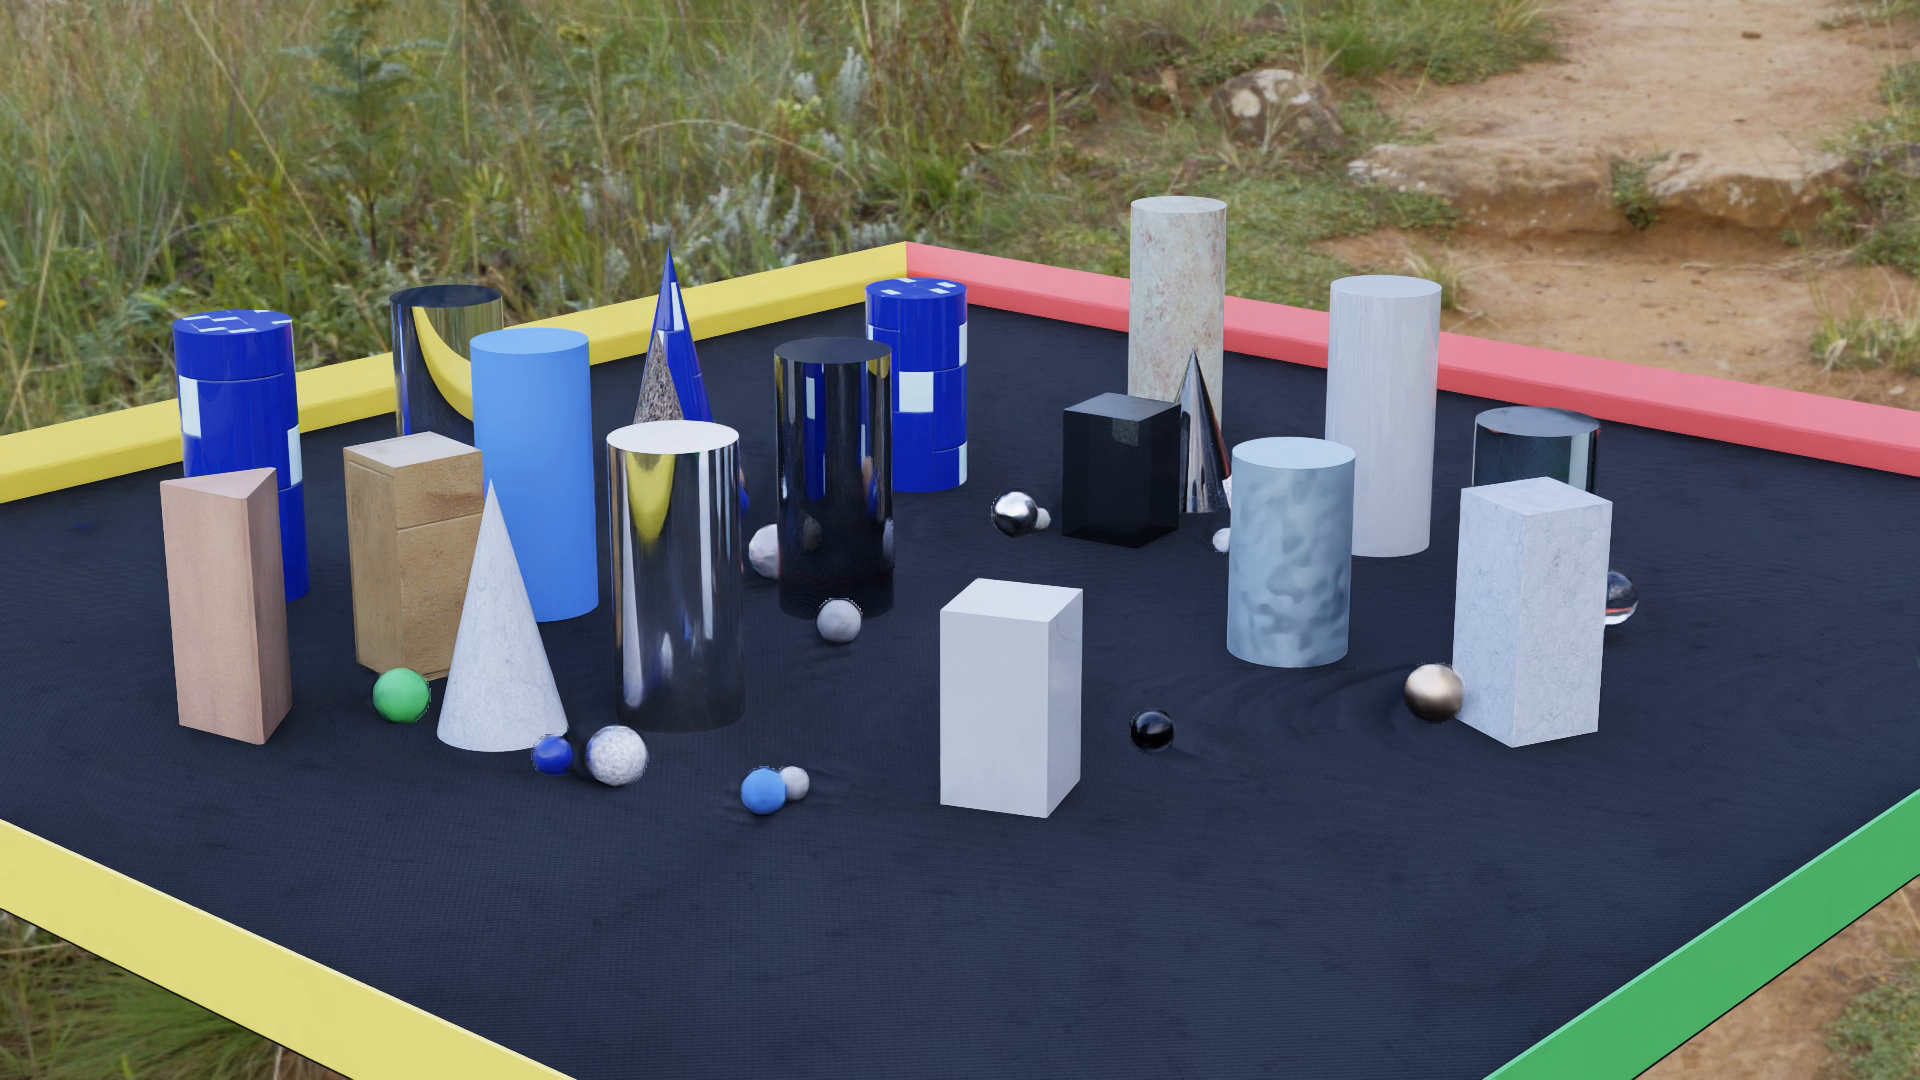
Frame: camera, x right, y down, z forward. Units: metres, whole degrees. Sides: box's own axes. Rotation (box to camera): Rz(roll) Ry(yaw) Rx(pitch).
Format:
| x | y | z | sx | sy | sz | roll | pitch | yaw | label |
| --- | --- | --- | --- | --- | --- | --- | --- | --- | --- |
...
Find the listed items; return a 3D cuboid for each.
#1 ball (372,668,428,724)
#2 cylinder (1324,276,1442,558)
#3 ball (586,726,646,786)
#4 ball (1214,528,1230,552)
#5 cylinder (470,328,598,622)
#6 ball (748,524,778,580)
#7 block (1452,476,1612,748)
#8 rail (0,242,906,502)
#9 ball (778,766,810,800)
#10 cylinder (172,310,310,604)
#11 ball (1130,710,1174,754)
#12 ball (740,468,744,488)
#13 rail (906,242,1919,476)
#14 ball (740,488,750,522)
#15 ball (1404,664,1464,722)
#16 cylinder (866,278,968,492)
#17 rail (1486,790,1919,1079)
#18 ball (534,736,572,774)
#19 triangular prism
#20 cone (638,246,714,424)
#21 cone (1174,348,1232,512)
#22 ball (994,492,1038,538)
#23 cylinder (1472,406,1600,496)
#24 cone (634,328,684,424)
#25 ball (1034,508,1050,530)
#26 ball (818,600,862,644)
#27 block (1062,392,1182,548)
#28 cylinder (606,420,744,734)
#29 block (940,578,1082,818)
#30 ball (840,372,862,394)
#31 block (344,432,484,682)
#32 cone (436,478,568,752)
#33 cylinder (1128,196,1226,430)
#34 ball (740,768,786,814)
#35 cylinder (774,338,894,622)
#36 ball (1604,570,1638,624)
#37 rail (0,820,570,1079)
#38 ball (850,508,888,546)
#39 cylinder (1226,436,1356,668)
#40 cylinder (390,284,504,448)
| x | y | z | sx | sy | sz | roll | pitch | yaw | label |
| --- | --- | --- | --- | --- | --- | --- | --- | --- | --- |
| -0.861 | 0.239 | 4.514 | 0.085 | 0.085 | 0.085 | 0 | 17 | 0 | ball |
| 0.771 | -0.229 | 5.378 | 0.200 | 0.483 | 0.200 | 0 | 17 | 0 | cylinder |
| -0.500 | 0.313 | 4.264 | 0.088 | 0.088 | 0.088 | 0 | 17 | 0 | ball |
| 0.488 | 0.001 | 5.375 | 0.046 | 0.046 | 0.046 | 0 | 17 | 0 | ball |
| -0.727 | -0.113 | 5.020 | 0.200 | 0.468 | 0.200 | 0 | 17 | 0 | cylinder |
| -0.326 | 0.020 | 5.215 | 0.100 | 0.100 | 0.100 | 0 | 17 | 0 | ball |
| 0.868 | 0.107 | 4.467 | 0.160 | 0.365 | 0.160 | -8 | 19 | -25 | block |
| -1.332 | -0.301 | 6.227 | 0.045 | 0.130 | 3.689 | 14 | 22 | 39 | rail |
| -0.240 | 0.350 | 4.209 | 0.049 | 0.049 | 0.049 | 0 | 17 | 0 | ball |
| -1.245 | -0.141 | 5.086 | 0.200 | 0.484 | 0.200 | 0 | 17 | 0 | cylinder |
| 0.288 | 0.288 | 4.388 | 0.065 | 0.065 | 0.065 | 0 | 17 | 0 | ball |
| -0.465 | -0.114 | 5.650 | 0.098 | 0.098 | 0.098 | 0 | 17 | 0 | ball |
| 1.194 | -0.364 | 6.436 | 3.576 | 0.130 | 0.045 | 14 | 22 | 39 | rail |
| -0.441 | -0.066 | 5.521 | 0.088 | 0.088 | 0.088 | 0 | 17 | 0 | ball |
| 0.728 | 0.234 | 4.506 | 0.090 | 0.090 | 0.090 | 0 | 17 | 0 | ball |
| -0.086 | -0.308 | 5.806 | 0.200 | 0.388 | 0.200 | 0 | 17 | 0 | cylinder |
| 1.332 | 0.366 | 4.012 | 0.045 | 0.130 | 3.689 | 14 | 22 | 39 | rail |
| -0.597 | 0.316 | 4.307 | 0.057 | 0.057 | 0.057 | 0 | 17 | 0 | ball |
| -1.089 | 0.092 | 4.479 | 0.173 | 0.386 | 0.150 | 10 | 20 | 30 | triangular prism |
| -0.581 | -0.374 | 5.919 | 0.200 | 0.451 | 0.200 | 0 | 17 | 0 | cone |
| 0.450 | -0.226 | 5.680 | 0.200 | 0.305 | 0.200 | 0 | 17 | 0 | cone |
| 0.104 | -0.048 | 5.468 | 0.085 | 0.085 | 0.085 | 0 | 17 | 0 | ball |
| 0.941 | -0.012 | 4.836 | 0.200 | 0.380 | 0.200 | 0 | 17 | 0 | cylinder |
| -0.566 | -0.218 | 5.523 | 0.200 | 0.380 | 0.200 | 0 | 17 | 0 | cone |
| 0.149 | -0.040 | 5.515 | 0.043 | 0.043 | 0.043 | 0 | 17 | 0 | ball |
| -0.200 | 0.136 | 4.875 | 0.074 | 0.074 | 0.074 | 0 | 17 | 0 | ball |
| 0.301 | -0.131 | 5.471 | 0.160 | 0.242 | 0.160 | 11 | 20 | 32 | block |
| -0.435 | 0.055 | 4.507 | 0.200 | 0.442 | 0.200 | 0 | 17 | 0 | cylinder |
| 0.074 | 0.224 | 4.204 | 0.160 | 0.292 | 0.160 | 6 | 18 | 19 | block |
| -0.243 | -0.352 | 6.541 | 0.048 | 0.048 | 0.048 | 0 | 17 | 0 | ball |
| -0.875 | 0.028 | 4.736 | 0.160 | 0.362 | 0.160 | -14 | 22 | -38 | block |
| -0.701 | 0.098 | 4.440 | 0.200 | 0.398 | 0.200 | 0 | 17 | 0 | cone |
| 0.455 | -0.467 | 6.167 | 0.200 | 0.483 | 0.200 | 0 | 17 | 0 | cylinder |
| -0.278 | 0.357 | 4.157 | 0.065 | 0.065 | 0.065 | 0 | 17 | 0 | ball |
| -0.215 | -0.105 | 5.021 | 0.200 | 0.451 | 0.200 | 0 | 17 | 0 | cylinder |
| 1.101 | 0.097 | 4.972 | 0.093 | 0.093 | 0.093 | 0 | 17 | 0 | ball |
| -1.194 | 0.429 | 3.803 | 3.576 | 0.130 | 0.045 | 14 | 22 | 39 | rail |
| -0.168 | -0.023 | 5.415 | 0.069 | 0.069 | 0.069 | 0 | 17 | 0 | ball |
| 0.543 | 0.018 | 4.814 | 0.200 | 0.335 | 0.200 | 0 | 17 | 0 | cylinder |
| -0.923 | -0.211 | 5.333 | 0.200 | 0.475 | 0.200 | 0 | 17 | 0 | cylinder |
